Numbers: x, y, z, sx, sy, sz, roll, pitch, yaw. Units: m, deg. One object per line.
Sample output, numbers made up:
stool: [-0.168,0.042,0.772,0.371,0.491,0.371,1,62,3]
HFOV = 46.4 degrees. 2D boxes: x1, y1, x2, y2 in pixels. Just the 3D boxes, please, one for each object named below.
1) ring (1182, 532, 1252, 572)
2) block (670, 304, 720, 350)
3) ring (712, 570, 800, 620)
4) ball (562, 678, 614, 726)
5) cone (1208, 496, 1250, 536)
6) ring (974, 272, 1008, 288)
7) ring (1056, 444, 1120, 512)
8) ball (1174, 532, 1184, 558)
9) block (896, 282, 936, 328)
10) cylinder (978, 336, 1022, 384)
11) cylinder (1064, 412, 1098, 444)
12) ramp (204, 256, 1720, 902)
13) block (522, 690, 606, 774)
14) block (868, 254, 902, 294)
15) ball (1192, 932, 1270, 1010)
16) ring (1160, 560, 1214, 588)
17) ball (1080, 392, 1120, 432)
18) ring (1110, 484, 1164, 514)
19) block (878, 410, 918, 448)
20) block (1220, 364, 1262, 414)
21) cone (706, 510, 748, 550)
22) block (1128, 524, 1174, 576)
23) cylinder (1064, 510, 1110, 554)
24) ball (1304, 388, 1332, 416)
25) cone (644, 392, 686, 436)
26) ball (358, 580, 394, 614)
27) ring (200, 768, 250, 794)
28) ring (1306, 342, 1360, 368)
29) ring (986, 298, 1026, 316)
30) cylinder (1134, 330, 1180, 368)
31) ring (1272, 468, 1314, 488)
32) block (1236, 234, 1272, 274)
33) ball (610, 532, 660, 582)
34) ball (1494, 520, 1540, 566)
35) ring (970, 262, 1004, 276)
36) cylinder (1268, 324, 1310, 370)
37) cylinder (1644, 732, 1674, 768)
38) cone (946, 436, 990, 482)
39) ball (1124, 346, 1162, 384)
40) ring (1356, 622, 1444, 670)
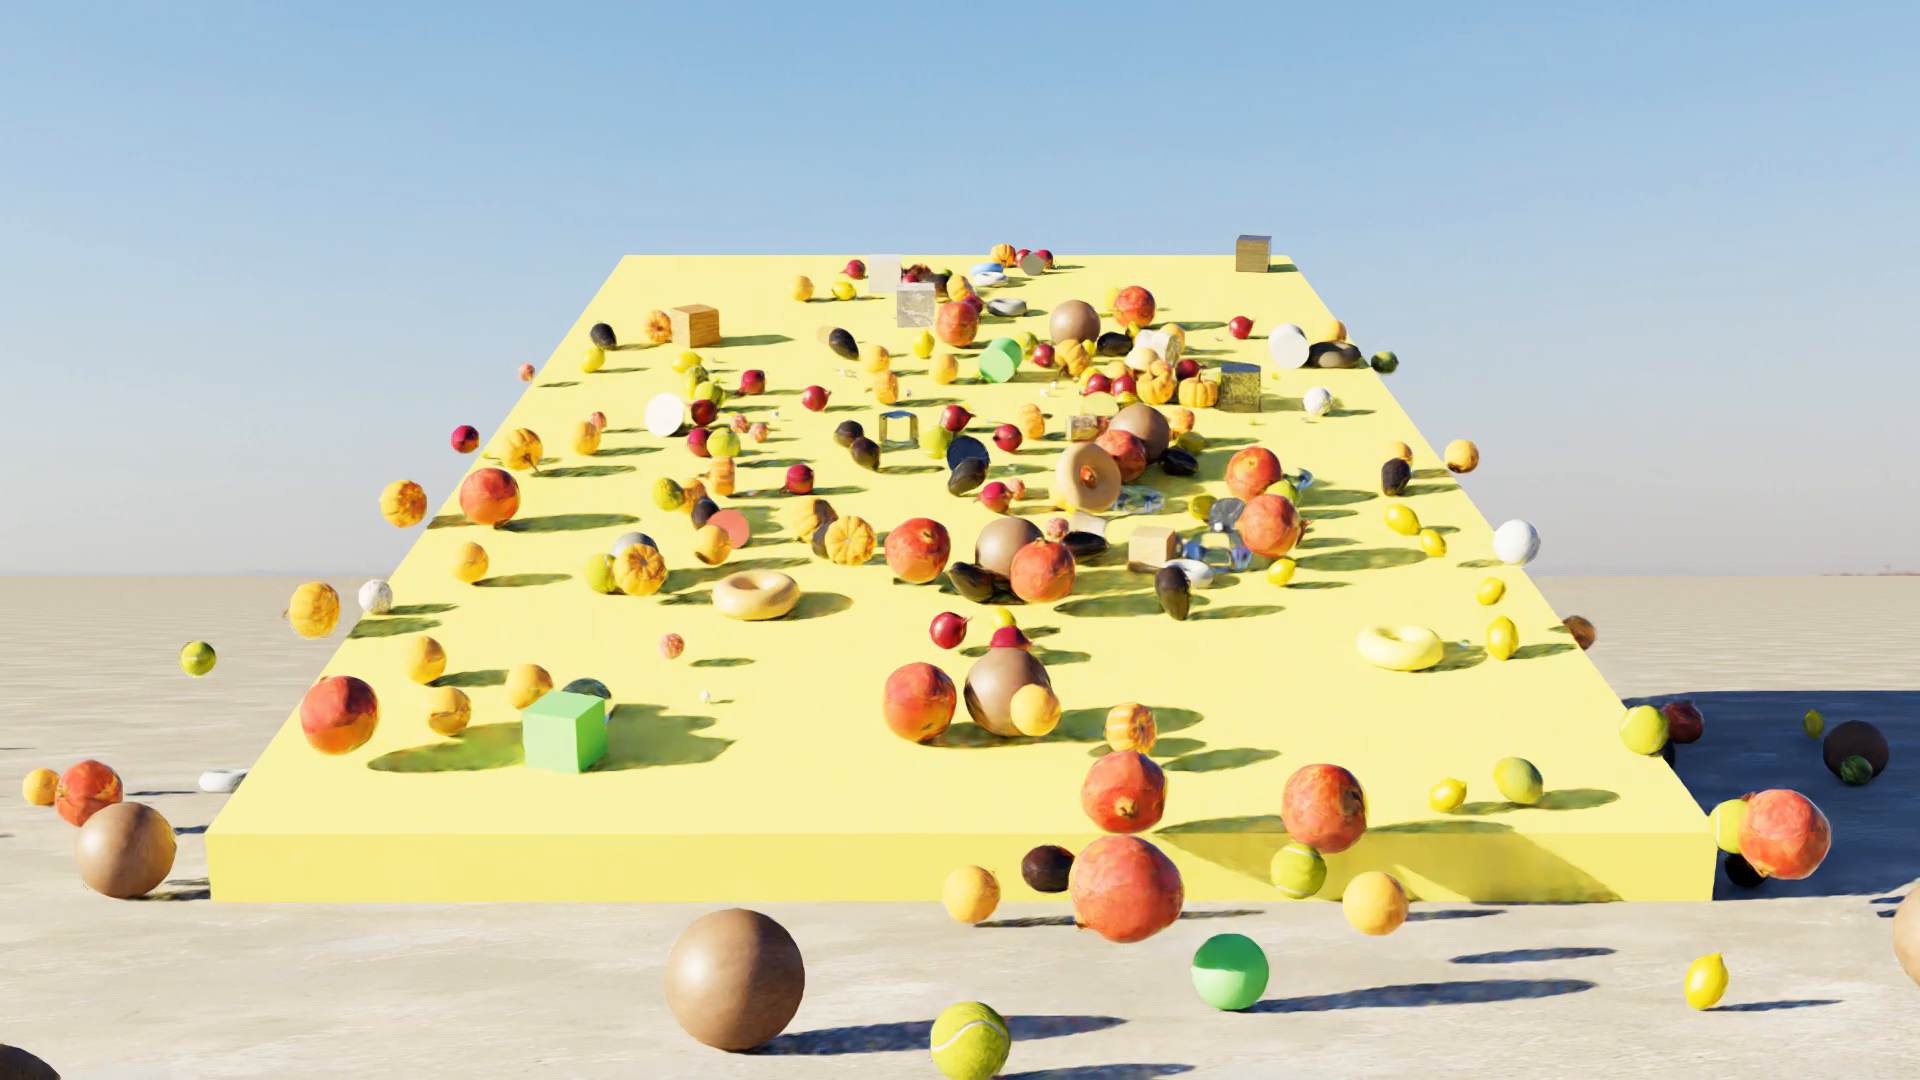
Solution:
ring: [0.461,0.022,4.004,0.124,0.041,0.124,-1,23,0]
block: [-0.667,-0.538,5.631,0.090,0.090,0.090,-14,23,-37]
ring: [-0.344,0.092,3.776,0.150,0.050,0.150,-1,19,0]
ball: [-0.546,0.242,3.264,0.083,0.083,0.083,0,-1,0]
cone: [0.514,-0.034,4.185,0.081,0.081,0.081,0,-10,23]
ring: [0.088,-0.735,6.330,0.098,0.033,0.098,1,17,0]
ring: [0.236,-0.114,4.114,0.134,0.134,0.045,0,-19,-30]
ball: [0.378,0.010,4.028,0.051,0.051,0.051,0,-1,0]
block: [-0.116,-0.614,5.852,0.098,0.098,0.098,-1,18,-3]
cylinder: [0.096,-0.424,5.280,0.086,0.086,0.086,0,24,18]
cylinder: [0.258,-0.239,4.780,0.056,0.056,0.056,-17,4,-17]
ramp: [-0.004,-0.188,4.872,2.000,0.100,4.000,0,18,0]
block: [-0.560,0.272,3.171,0.084,0.084,0.084,6,19,18]
block: [-0.209,-0.744,6.259,0.092,0.092,0.092,0,18,0]
ball: [0.272,0.434,2.254,0.077,0.077,0.077,0,-1,0]
ring: [0.396,0.059,3.908,0.094,0.031,0.094,4,19,-1]
ball: [0.302,-0.279,4.851,0.086,0.086,0.086,0,-1,0]
ring: [0.338,-0.078,4.320,0.111,0.037,0.111,1,17,0]
block: [-0.132,-0.238,4.765,0.061,0.061,0.061,-14,23,-36]
block: [0.630,-0.341,5.035,0.090,0.090,0.090,2,18,6]
cone: [-0.433,-0.012,4.118,0.077,0.077,0.077,0,-9,-14]
block: [0.340,0.017,3.978,0.068,0.068,0.068,6,19,17]
cylinder: [0.231,-0.015,4.054,0.065,0.065,0.065,19,2,9]
ball: [0.796,-0.309,4.983,0.063,0.063,0.063,0,-1,0]
cone: [-0.618,-0.262,4.866,0.097,0.097,0.097,0,-10,24]
ball: [-0.978,0.095,3.752,0.057,0.057,0.057,0,-1,0]
ring: [-1.455,0.482,4.472,0.122,0.041,0.122,0,0,0]
ring: [0.905,-0.450,5.443,0.135,0.045,0.135,-1,18,0]
ring: [0.125,-0.621,5.976,0.109,0.036,0.109,1,18,0]
cylinder: [0.476,-0.462,5.415,0.084,0.084,0.084,11,4,29]
ring: [0.666,-0.124,4.476,0.083,0.028,0.083,1,19,0]
block: [0.858,-0.836,6.540,0.093,0.093,0.093,4,19,13]
ball: [-0.568,0.029,3.910,0.086,0.086,0.086,0,-1,0]
ball: [0.993,0.005,3.995,0.082,0.082,0.082,0,-1,0]
ring: [0.077,-0.771,6.399,0.097,0.032,0.097,-4,-3,0]
cylinder: [0.796,-0.469,5.422,0.093,0.093,0.093,0,18,4]
cylinder: [1.443,0.453,4.729,0.091,0.091,0.091,-4,1,-17]
cone: [-0.002,-0.154,4.540,0.095,0.095,0.095,0,-10,-23]
ball: [0.428,-0.409,5.229,0.086,0.086,0.086,0,-1,0]
ring: [0.698,0.168,3.557,0.138,0.046,0.138,1,18,0]
